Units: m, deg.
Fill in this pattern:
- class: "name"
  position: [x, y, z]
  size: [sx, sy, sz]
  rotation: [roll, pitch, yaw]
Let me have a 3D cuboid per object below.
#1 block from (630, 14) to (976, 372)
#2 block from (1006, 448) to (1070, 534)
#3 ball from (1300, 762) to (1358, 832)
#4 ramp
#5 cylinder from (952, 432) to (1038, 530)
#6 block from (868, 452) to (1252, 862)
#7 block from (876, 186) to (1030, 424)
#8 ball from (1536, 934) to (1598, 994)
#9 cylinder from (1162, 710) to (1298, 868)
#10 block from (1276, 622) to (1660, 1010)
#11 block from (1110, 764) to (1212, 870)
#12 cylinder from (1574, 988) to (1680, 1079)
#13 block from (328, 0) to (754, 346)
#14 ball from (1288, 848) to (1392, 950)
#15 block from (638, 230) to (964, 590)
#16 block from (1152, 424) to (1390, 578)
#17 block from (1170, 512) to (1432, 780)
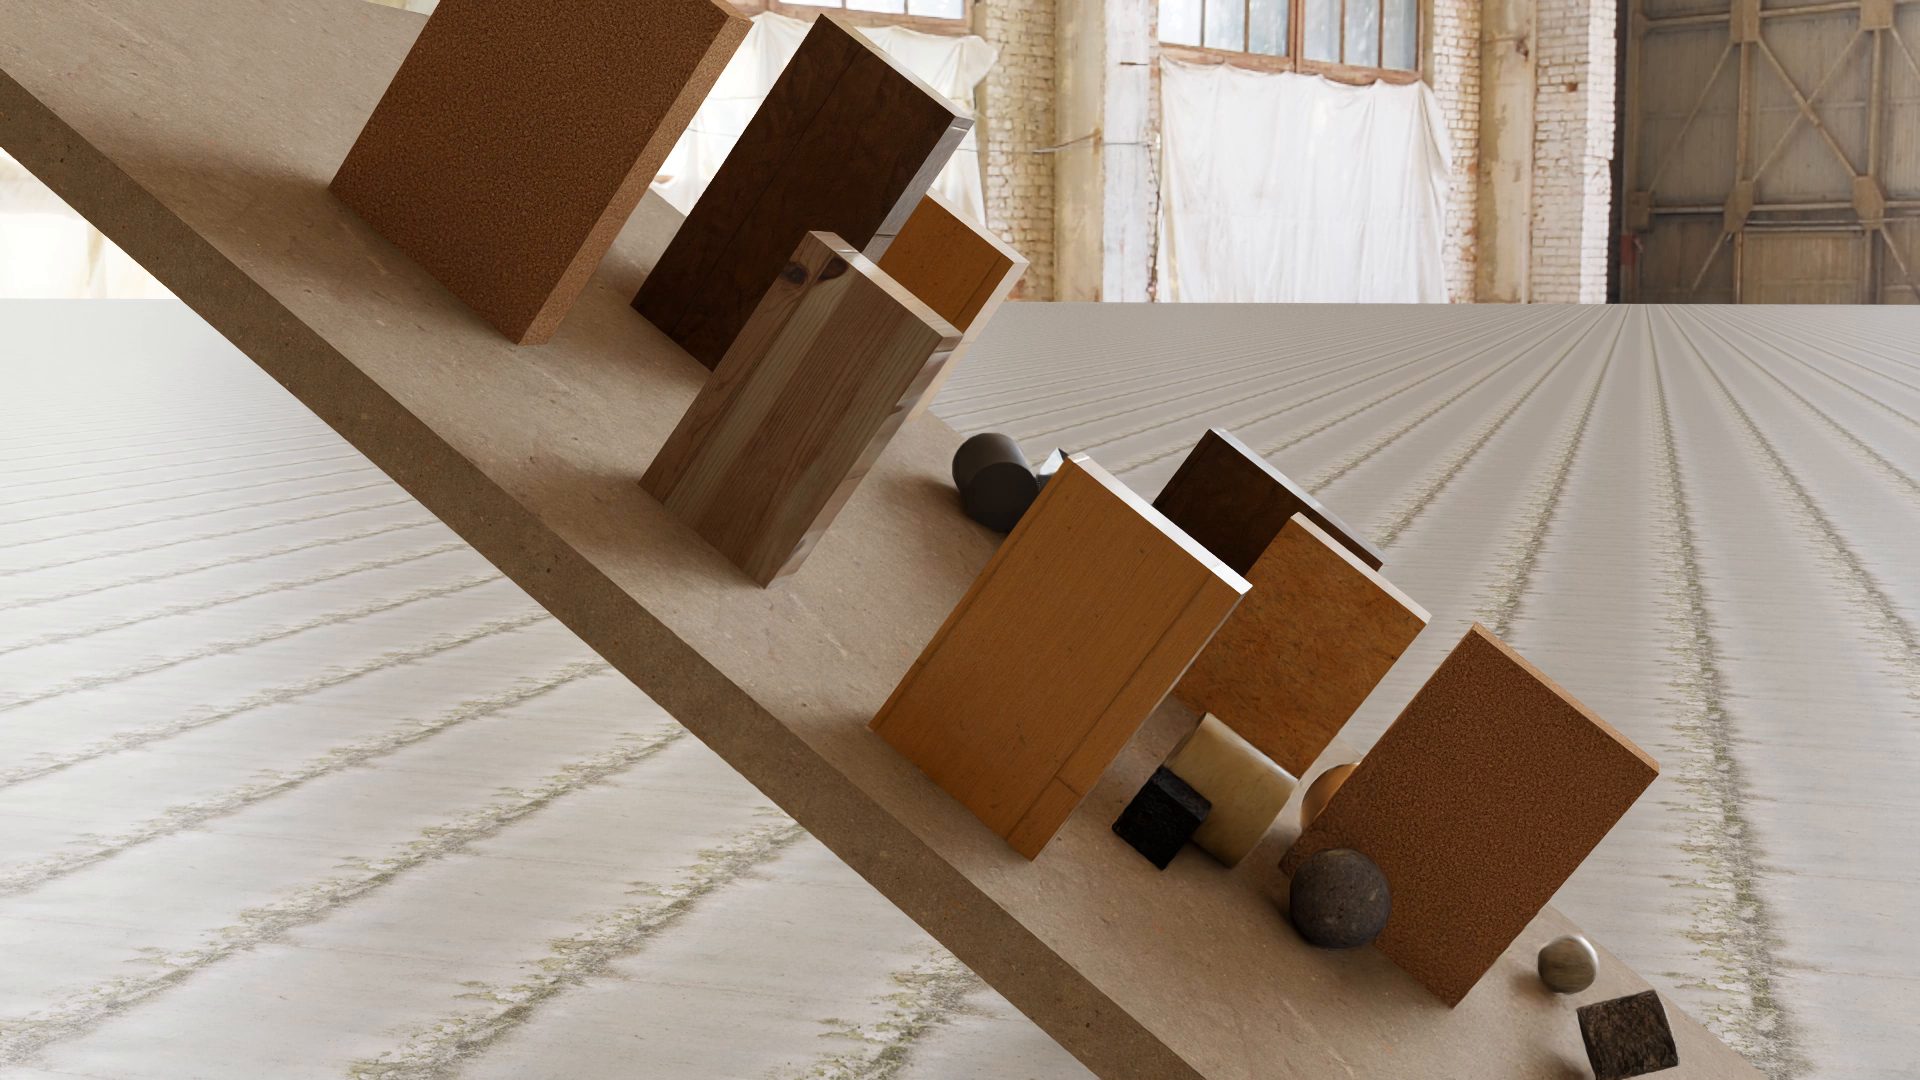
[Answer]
- class: "block"
  position: [-0.310, -0.631, 4.261]
  size: [0.330, 0.682, 0.130]
  rotation: [39, 16, 9]
- class: "block"
  position: [0.240, -0.029, 4.582]
  size: [0.199, 0.199, 0.199]
  rotation: [31, 17, -19]
- class: "ball"
  position: [0.728, 0.512, 4.047]
  size: [0.202, 0.202, 0.202]
  rotation: [0, 7, 0]
- class: "ramp"
  position: [-0.060, 0.122, 4.068]
  size: [4.000, 0.100, 2.000]
  rotation: [39, 16, 9]
- class: "cylinder"
  position: [0.072, -0.123, 4.583]
  size: [0.154, 0.154, 0.154]
  rotation: [-1, 26, -11]
- class: "block"
  position: [0.142, 0.171, 3.220]
  size: [0.316, 0.510, 0.090]
  rotation: [39, 16, 9]
- class: "block"
  position: [-0.103, -0.520, 4.831]
  size: [0.295, 0.438, 0.129]
  rotation: [39, 16, 9]
- class: "ball"
  position: [1.178, 0.822, 4.265]
  size: [0.115, 0.115, 0.115]
  rotation: [0, 7, 0]
- class: "cylinder"
  position: [0.436, 0.421, 3.716]
  size: [0.189, 0.189, 0.189]
  rotation: [37, 11, 4]
- class: "block"
  position: [0.875, 0.478, 3.814]
  size: [0.386, 0.547, 0.087]
  rotation: [39, 16, 9]
- class: "block"
  position: [0.327, 0.448, 3.561]
  size: [0.107, 0.107, 0.107]
  rotation: [38, 16, 7]
- class: "cylinder"
  position: [1.192, 0.888, 3.931]
  size: [0.138, 0.138, 0.138]
  rotation: [-20, 6, 4]
- class: "block"
  position: [-0.716, -0.731, 3.720]
  size: [0.447, 0.665, 0.106]
  rotation: [39, 16, 9]
- class: "ball"
  position: [0.633, 0.597, 3.664]
  size: [0.168, 0.168, 0.168]
  rotation: [0, 7, 0]
- class: "block"
  position: [-0.255, -0.206, 3.489]
  size: [0.272, 0.498, 0.111]
  rotation: [39, 16, 9]
- class: "block"
  position: [0.576, 0.070, 4.579]
  size: [0.446, 0.430, 0.110]
  rotation: [39, 16, 9]
- class: "block"
  position: [0.661, 0.217, 4.339]
  size: [0.329, 0.426, 0.109]
  rotation: [39, 16, 9]
